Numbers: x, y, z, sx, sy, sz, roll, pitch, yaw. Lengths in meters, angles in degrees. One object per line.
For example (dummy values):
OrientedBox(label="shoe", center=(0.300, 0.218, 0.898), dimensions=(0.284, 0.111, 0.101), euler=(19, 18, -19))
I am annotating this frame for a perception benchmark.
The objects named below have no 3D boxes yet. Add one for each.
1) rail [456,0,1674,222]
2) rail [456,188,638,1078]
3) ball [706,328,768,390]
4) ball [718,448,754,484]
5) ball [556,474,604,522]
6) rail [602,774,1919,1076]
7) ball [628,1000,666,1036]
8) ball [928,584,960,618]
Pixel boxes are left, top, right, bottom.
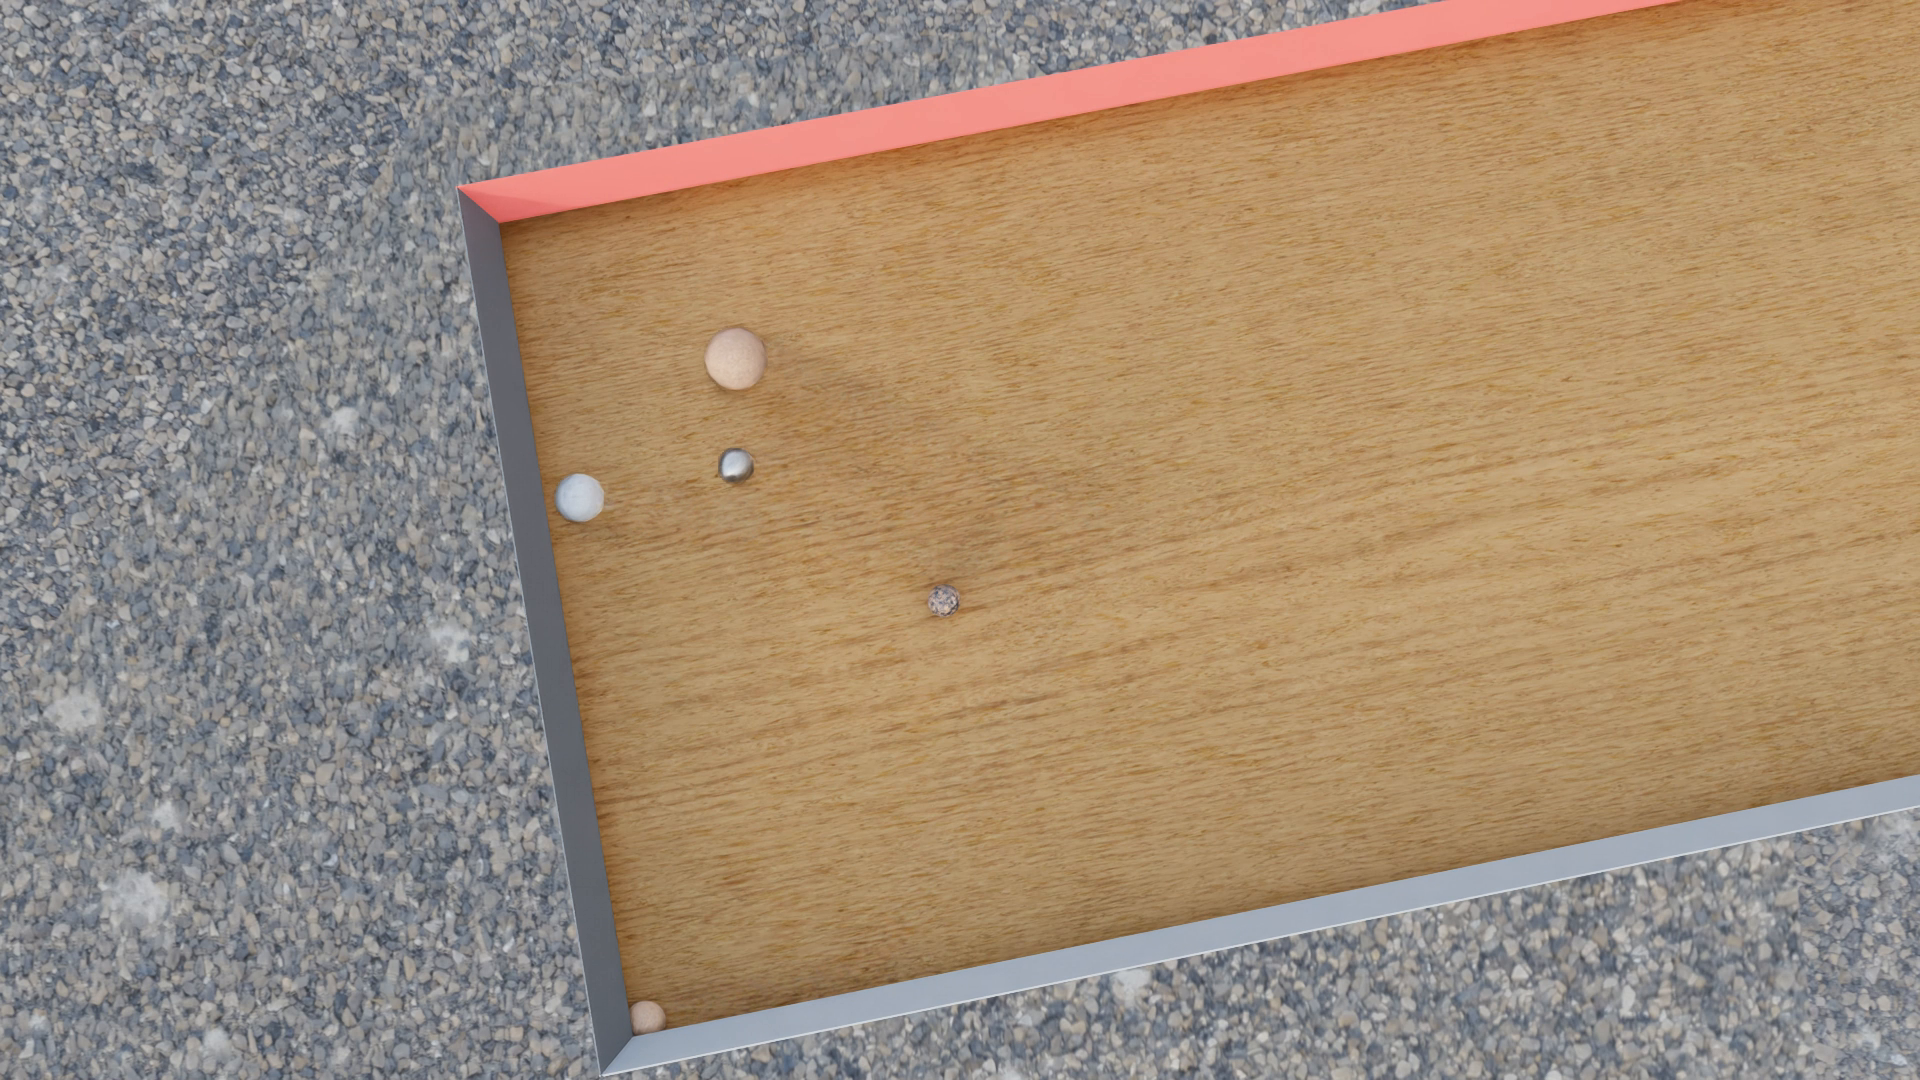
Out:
OrientedBox(label="rail", center=(0.506, -0.749, 3.434), dimensions=(2.580, 0.122, 0.045), euler=(-11, 78, -2))
OrientedBox(label="rail", center=(-0.609, 0.114, 3.253), dimensions=(0.045, 0.122, 1.337), euler=(-11, 78, -2))
OrientedBox(label="ball", center=(-0.340, -0.276, 3.350), dimensions=(0.094, 0.094, 0.094), euler=(0, 78, 0))
OrientedBox(label="ball", center=(-0.339, -0.113, 3.336), dimensions=(0.054, 0.054, 0.054), euler=(0, 78, 0))
OrientedBox(label="ball", center=(-0.573, -0.063, 3.316), dimensions=(0.073, 0.073, 0.073), euler=(0, 78, 0))
OrientedBox(label="rail", center=(0.759, 0.489, 3.174), dimensions=(2.580, 0.122, 0.045), euler=(-11, 78, -2))
OrientedBox(label="ball", center=(-0.453, 0.693, 3.164), dimensions=(0.059, 0.059, 0.059), euler=(0, 78, 0))
OrientedBox(label="ball", center=(-0.024, 0.091, 3.296), dimensions=(0.050, 0.050, 0.050), euler=(0, 78, 0))
